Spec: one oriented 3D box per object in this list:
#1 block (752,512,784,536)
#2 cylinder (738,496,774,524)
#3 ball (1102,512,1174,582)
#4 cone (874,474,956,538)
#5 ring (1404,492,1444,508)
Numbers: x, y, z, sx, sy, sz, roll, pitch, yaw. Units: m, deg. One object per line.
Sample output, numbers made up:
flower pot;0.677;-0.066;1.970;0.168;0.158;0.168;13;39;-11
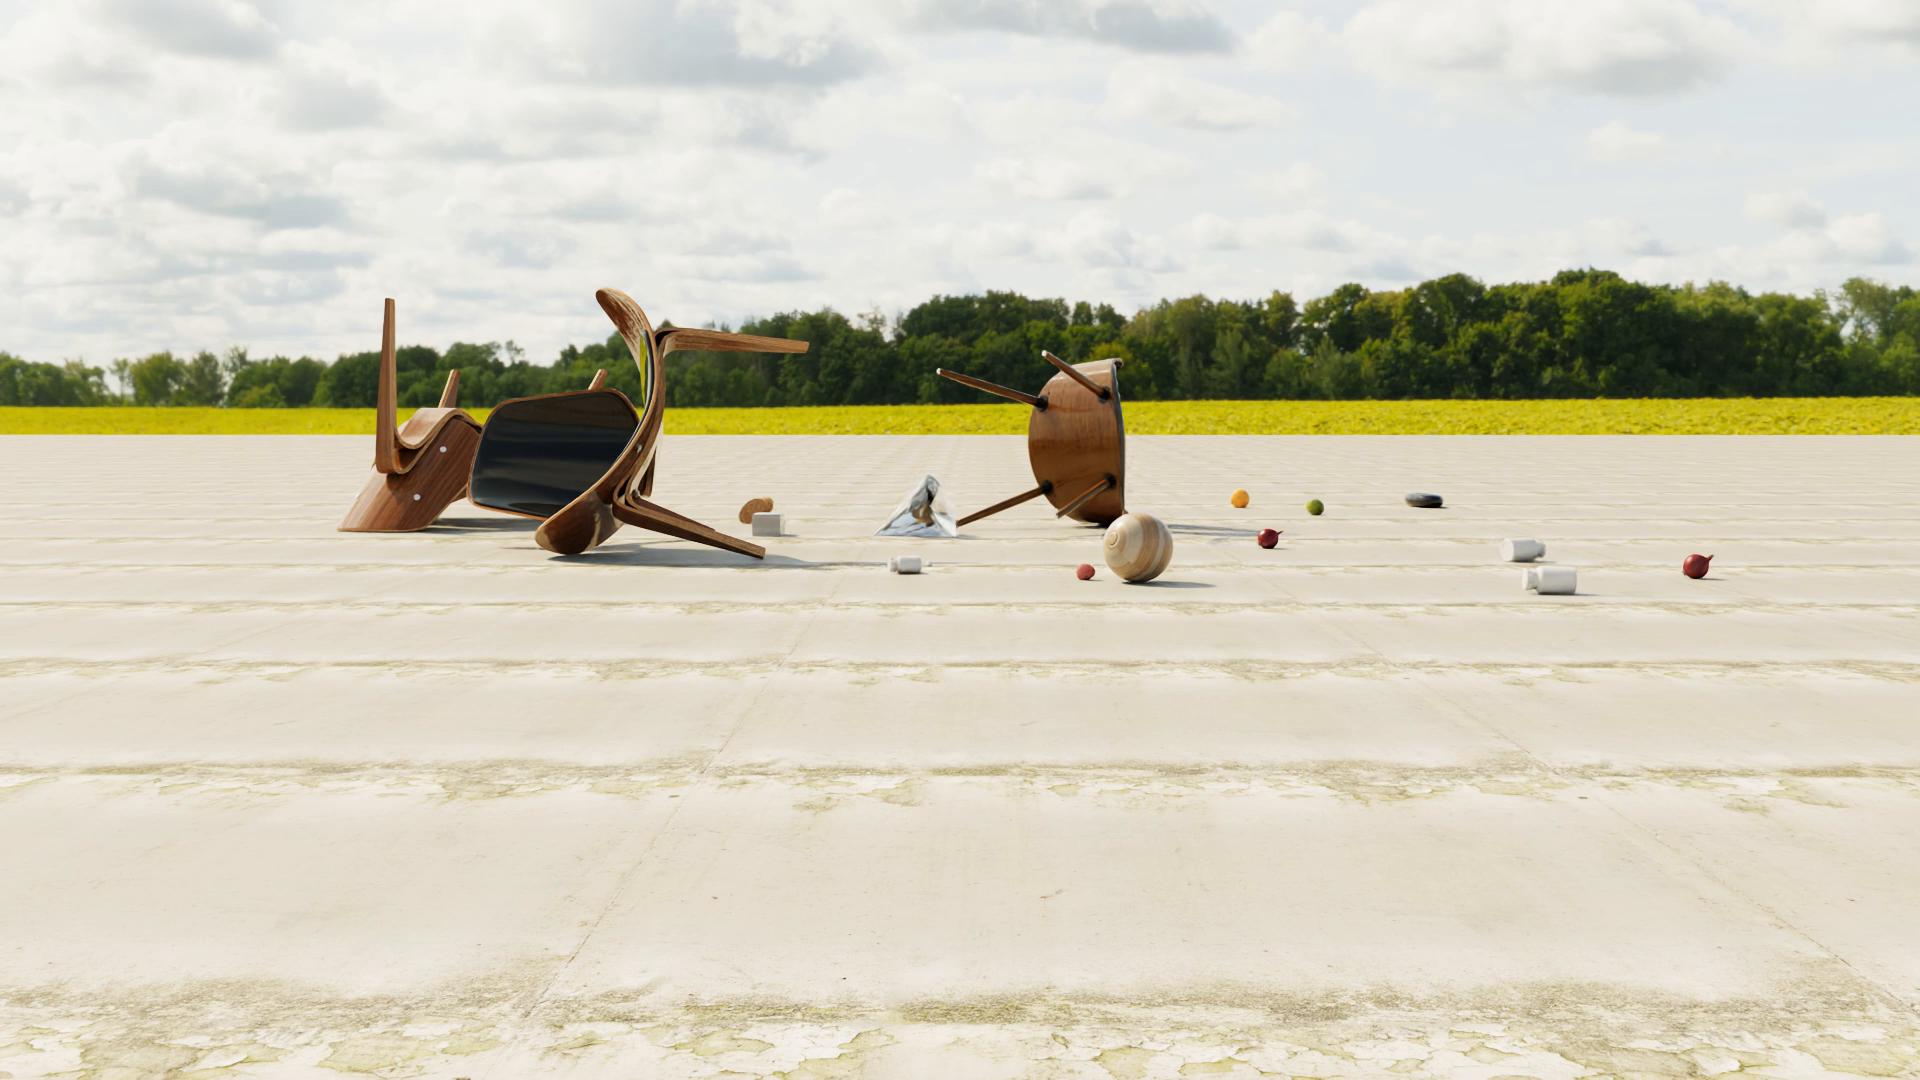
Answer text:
block;-0.589;-0.049;6.765;0.086;0.067;0.114;0;4;2
cylinder;-0.685;-0.101;7.397;0.106;0.065;0.125;-40;-3;9
ball;0.413;0.016;5.106;0.164;0.164;0.164;0;4;0
cone;-0.162;-0.059;6.713;0.235;0.206;0.250;-24;8;13
ring;1.773;-0.152;8.401;0.132;0.050;0.254;1;3;-6
